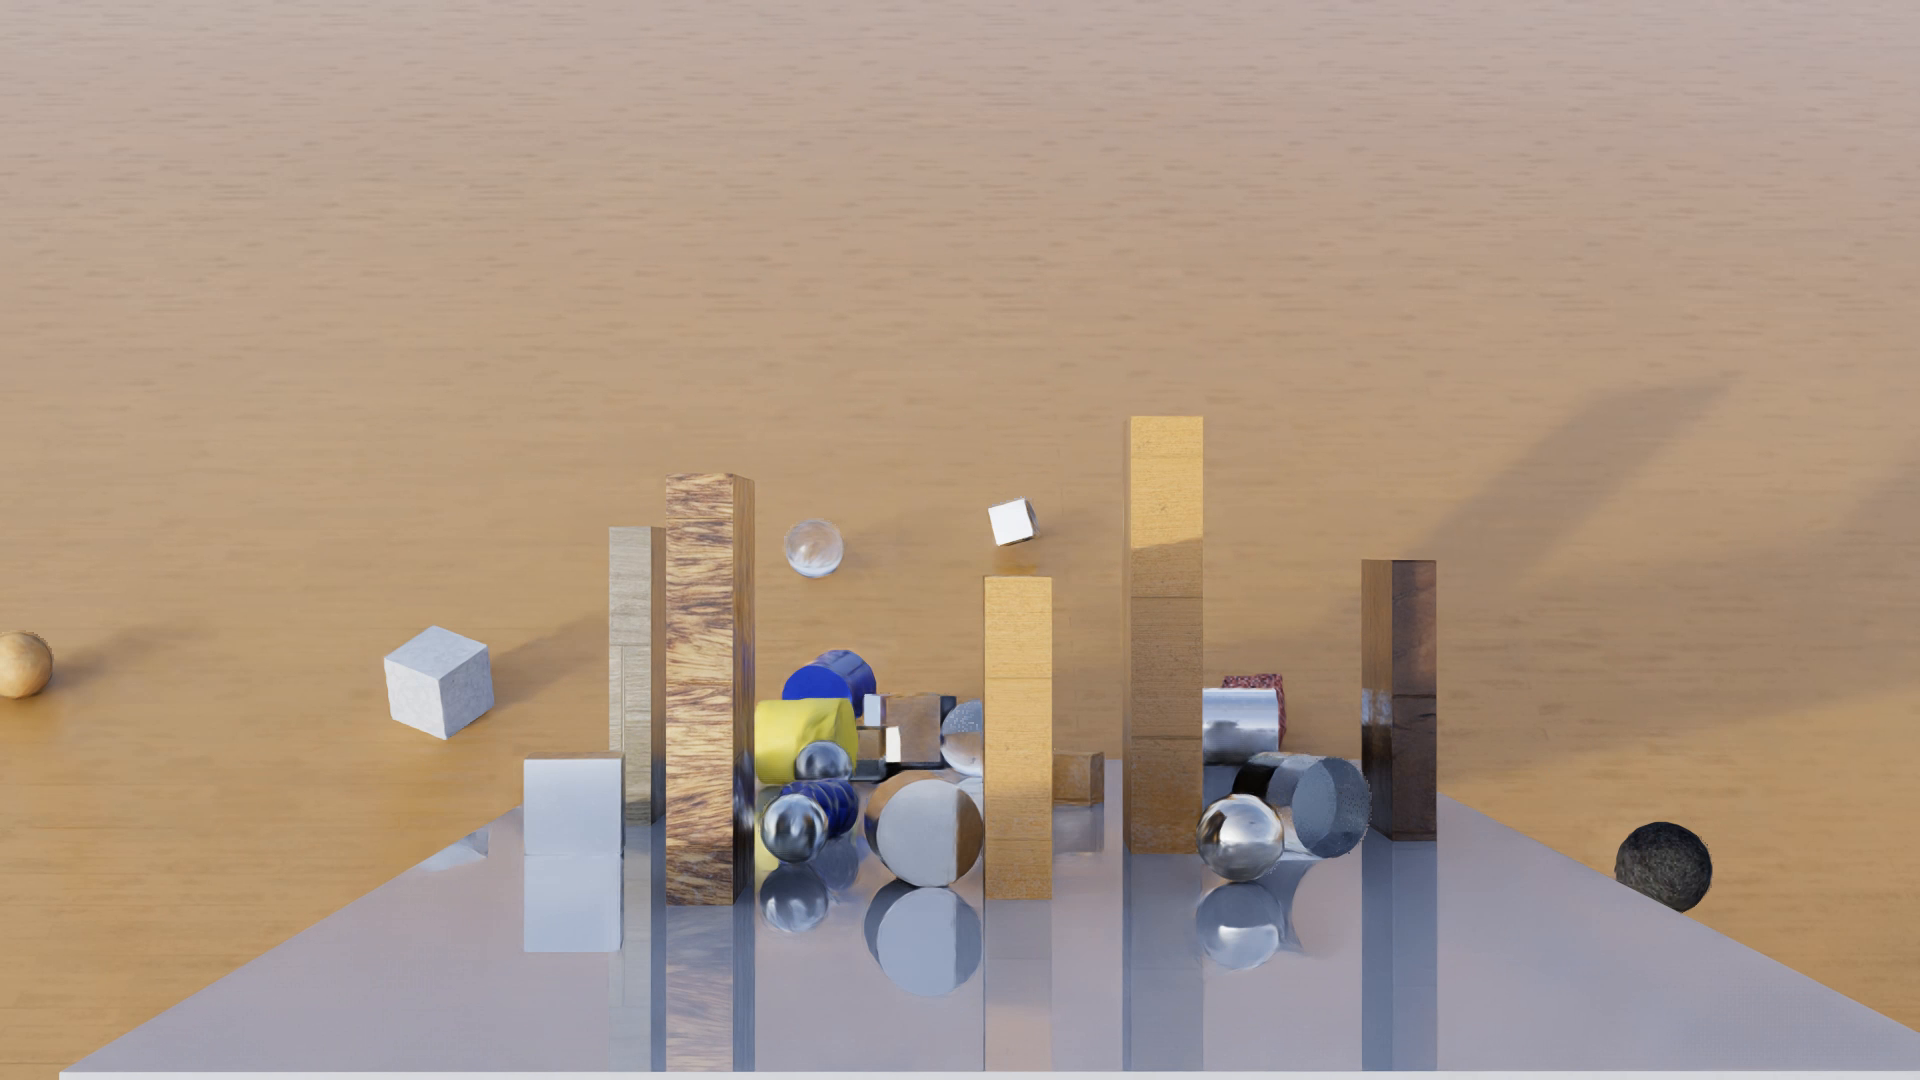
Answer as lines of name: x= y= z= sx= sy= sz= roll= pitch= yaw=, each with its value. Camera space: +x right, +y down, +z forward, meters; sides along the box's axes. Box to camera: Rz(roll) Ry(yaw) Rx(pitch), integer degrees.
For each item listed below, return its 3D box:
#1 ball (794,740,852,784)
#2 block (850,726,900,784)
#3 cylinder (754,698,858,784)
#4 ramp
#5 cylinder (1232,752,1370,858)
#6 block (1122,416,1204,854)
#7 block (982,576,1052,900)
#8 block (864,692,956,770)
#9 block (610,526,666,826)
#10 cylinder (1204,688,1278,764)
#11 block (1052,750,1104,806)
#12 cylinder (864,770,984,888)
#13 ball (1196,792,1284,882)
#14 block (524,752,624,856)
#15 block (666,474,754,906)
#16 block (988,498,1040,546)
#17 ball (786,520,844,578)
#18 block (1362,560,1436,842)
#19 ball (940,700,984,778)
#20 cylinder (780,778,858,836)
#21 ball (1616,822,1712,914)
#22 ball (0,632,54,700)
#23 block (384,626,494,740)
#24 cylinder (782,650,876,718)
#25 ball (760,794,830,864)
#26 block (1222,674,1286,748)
ball: x=-0.296 y=0.497 z=5.601 sx=0.128 sy=0.128 sz=0.128 roll=0 pitch=31 yaw=0
block: x=-0.221 y=0.501 z=6.068 sx=0.124 sy=0.124 sz=0.124 roll=0 pitch=0 yaw=23
cylinder: x=-0.354 y=0.461 z=5.928 sx=0.194 sy=0.194 sz=0.194 roll=-2 pitch=30 yaw=13
ramp: x=0.068 y=0.607 z=4.674 sx=2.000 sy=0.100 sz=4.000 roll=0 pitch=0 yaw=0
cylinder: x=0.605 y=0.469 z=4.603 sx=0.176 sy=0.176 sz=0.176 roll=-20 pitch=10 yaw=-30
block: x=0.368 y=0.169 z=4.722 sx=0.127 sy=0.777 sz=0.251 roll=0 pitch=0 yaw=0
block: x=0.090 y=0.307 z=4.177 sx=0.103 sy=0.497 sz=0.361 roll=0 pitch=0 yaw=0
block: x=-0.126 y=0.474 z=6.439 sx=0.179 sy=0.179 sz=0.179 roll=0 pitch=0 yaw=-20
block: x=-0.645 y=0.267 z=5.262 sx=0.081 sy=0.585 sz=0.405 roll=0 pitch=0 yaw=0
cylinder: x=0.695 y=0.467 z=6.513 sx=0.189 sy=0.189 sz=0.189 roll=0 pitch=31 yaw=-1
block: x=0.241 y=0.508 z=5.529 sx=0.105 sy=0.105 sz=0.105 roll=0 pitch=0 yaw=19
cylinder: x=-0.060 y=0.469 z=4.218 sx=0.173 sy=0.173 sz=0.173 roll=-5 pitch=1 yaw=-9
ball: x=0.456 y=0.483 z=4.209 sx=0.144 sy=0.144 sz=0.144 roll=0 pitch=31 yaw=0
block: x=-0.692 y=0.473 z=4.659 sx=0.170 sy=0.170 sz=0.170 roll=0 pitch=0 yaw=-5
block: x=-0.395 y=0.228 z=4.138 sx=0.101 sy=0.655 sz=0.422 roll=0 pitch=0 yaw=0
block: x=0.162 y=-0.051 z=7.675 sx=0.112 sy=0.112 sz=0.112 roll=-16 pitch=-6 yaw=13
ball: x=-0.426 y=0.026 z=7.585 sx=0.172 sy=0.172 sz=0.172 roll=0 pitch=31 yaw=0
block: x=0.841 y=0.298 z=4.975 sx=0.082 sy=0.520 sz=0.365 roll=0 pitch=0 yaw=0
ball: x=0.043 y=0.471 z=6.144 sx=0.184 sy=0.184 sz=0.184 roll=0 pitch=31 yaw=0
cylinder: x=-0.267 y=0.504 z=4.872 sx=0.107 sy=0.107 sz=0.107 roll=27 pitch=17 yaw=38
ball: x=1.405 y=0.657 z=5.170 sx=0.187 sy=0.187 sz=0.187 roll=0 pitch=31 yaw=0
ball: x=-2.563 y=0.342 z=7.042 sx=0.182 sy=0.182 sz=0.182 roll=0 pitch=31 yaw=0
block: x=-1.399 y=0.382 z=6.962 sx=0.194 sy=0.194 sz=0.194 roll=18 pitch=35 yaw=27
cylinder: x=-0.332 y=0.391 z=6.592 sx=0.188 sy=0.188 sz=0.188 roll=9 pitch=13 yaw=15
ball: x=-0.285 y=0.497 z=4.456 sx=0.120 sy=0.120 sz=0.120 roll=0 pitch=31 yaw=0
block: x=0.770 y=0.454 z=6.822 sx=0.150 sy=0.150 sz=0.150 roll=-2 pitch=65 yaw=-2
